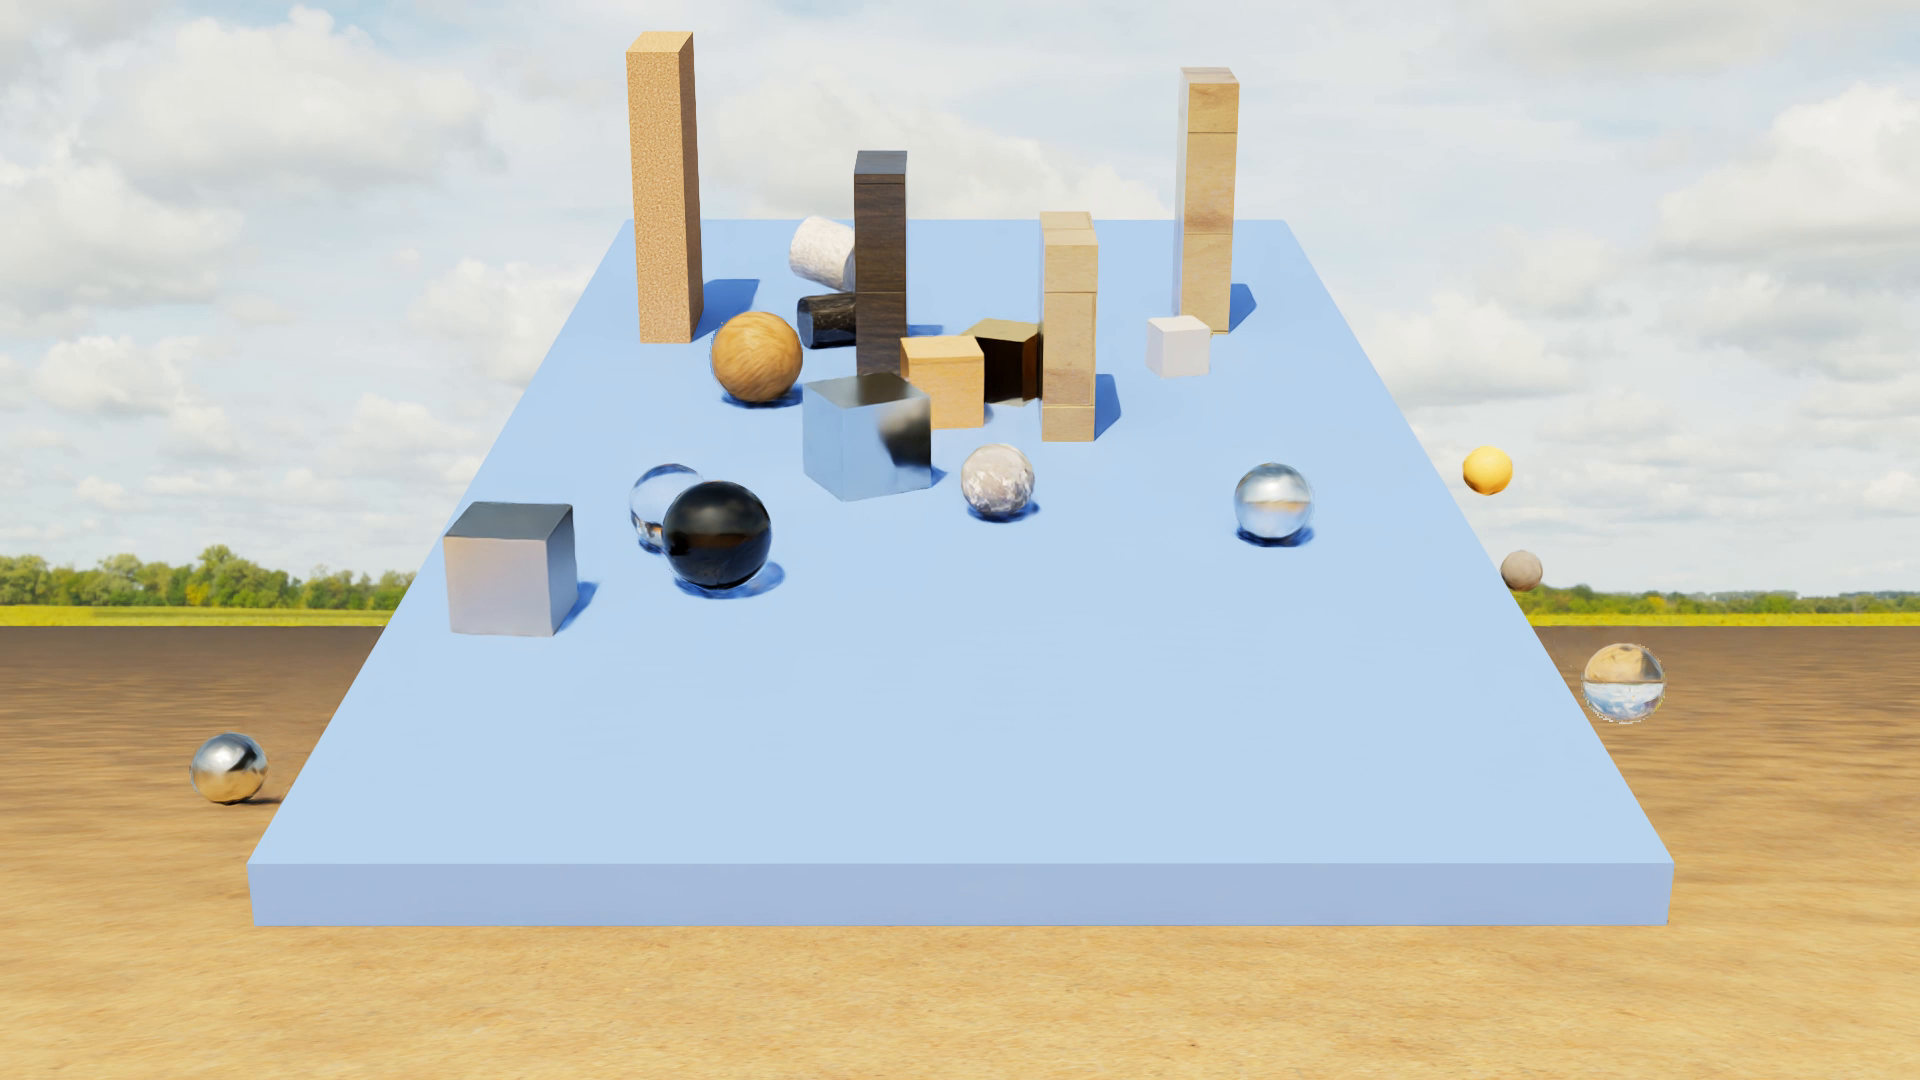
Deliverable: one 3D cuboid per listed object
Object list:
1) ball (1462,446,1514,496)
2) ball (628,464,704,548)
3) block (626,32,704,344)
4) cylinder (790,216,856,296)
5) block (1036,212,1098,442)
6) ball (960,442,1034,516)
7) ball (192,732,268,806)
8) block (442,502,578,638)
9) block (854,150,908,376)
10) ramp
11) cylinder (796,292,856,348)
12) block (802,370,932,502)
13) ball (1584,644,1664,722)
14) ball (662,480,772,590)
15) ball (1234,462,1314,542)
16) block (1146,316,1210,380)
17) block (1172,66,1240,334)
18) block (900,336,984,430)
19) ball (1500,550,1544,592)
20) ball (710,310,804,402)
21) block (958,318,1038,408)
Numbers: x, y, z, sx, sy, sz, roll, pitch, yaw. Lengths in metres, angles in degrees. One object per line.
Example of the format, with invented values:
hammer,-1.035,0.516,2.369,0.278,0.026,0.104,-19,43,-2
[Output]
ball,1.396,-0.184,6.030,0.131,0.131,0.131,0,-2,0
ball,-0.547,-0.064,4.315,0.162,0.162,0.162,0,-2,0
block,-0.730,-0.880,5.678,0.124,0.715,0.331,0,21,0
cylinder,-0.316,-0.712,5.709,0.160,0.160,0.160,22,7,24
block,0.234,-0.473,5.008,0.112,0.434,0.320,0,21,0
ball,0.074,-0.118,4.484,0.146,0.146,0.146,0,-2,0
ball,-1.707,0.535,5.332,0.170,0.170,0.170,0,-2,0
block,-0.784,0.050,3.992,0.180,0.180,0.180,2,21,5
block,-0.184,-0.653,5.402,0.118,0.489,0.272,0,21,0
ramp,-0.006,-0.214,5.079,2.000,0.100,4.000,0,21,0
cylinder,-0.324,-0.545,5.626,0.125,0.125,0.125,-9,1,-21
block,-0.191,-0.213,4.660,0.197,0.197,0.197,-10,23,-25
ball,1.166,0.250,4.008,0.137,0.137,0.137,0,-2,0
ball,-0.439,-0.009,4.120,0.200,0.200,0.200,0,-2,0
ball,0.599,-0.073,4.359,0.152,0.152,0.152,0,-2,0
block,0.517,-0.458,5.417,0.116,0.116,0.116,-6,22,-15
block,0.614,-0.853,5.734,0.122,0.628,0.241,0,21,0
block,-0.041,-0.349,5.061,0.165,0.165,0.165,-3,21,-7
ball,1.637,0.091,6.648,0.123,0.123,0.123,0,-2,0
ball,-0.460,-0.416,5.172,0.209,0.209,0.209,0,-2,0
block,0.100,-0.407,5.225,0.156,0.156,0.156,9,23,21
